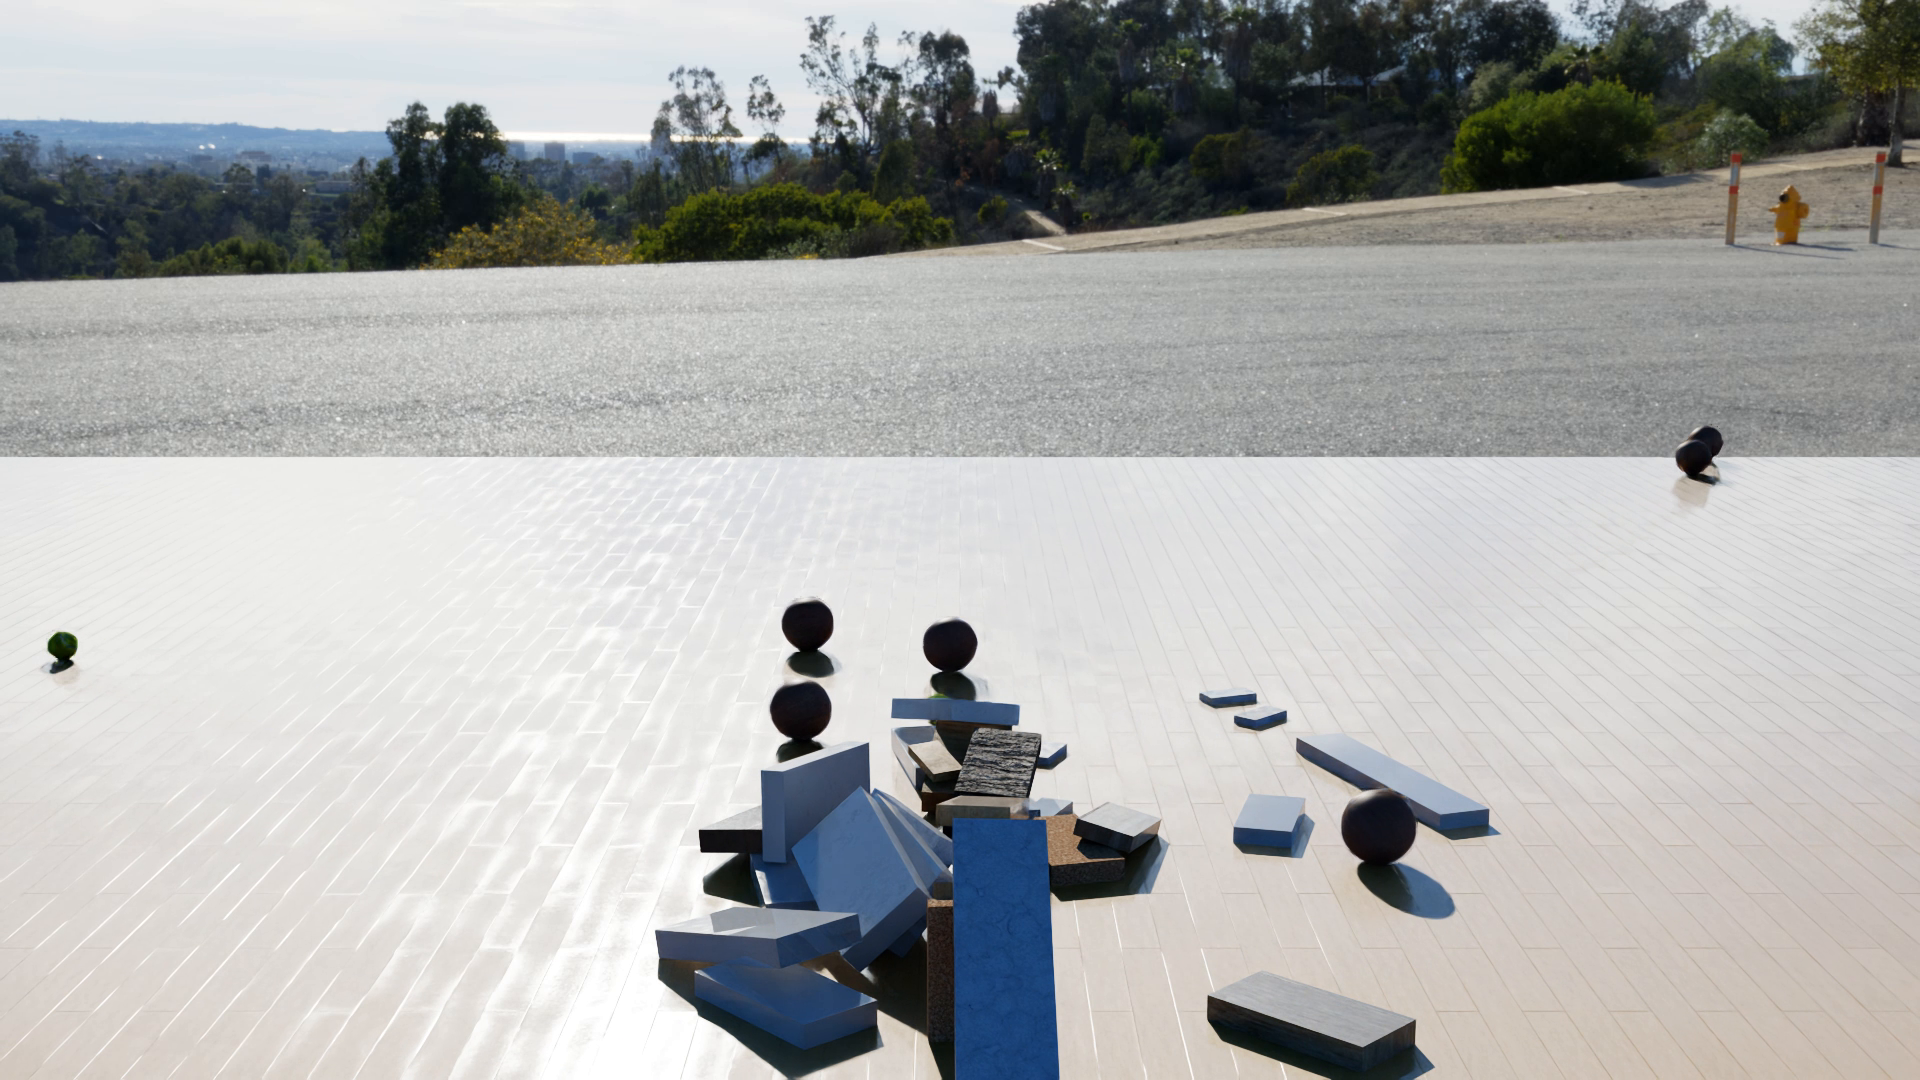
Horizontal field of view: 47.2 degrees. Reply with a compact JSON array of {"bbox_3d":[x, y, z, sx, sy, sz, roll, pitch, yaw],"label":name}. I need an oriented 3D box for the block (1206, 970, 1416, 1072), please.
[{"bbox_3d":[0.494,0.676,3.102,0.263,0.037,0.131,10,14,43],"label":"block"}]

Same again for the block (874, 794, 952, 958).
[{"bbox_3d":[-0.114,0.532,3.520,0.041,0.146,0.328,39,-1,-25],"label":"block"}]

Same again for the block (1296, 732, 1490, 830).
[{"bbox_3d":[0.830,0.463,4.272,0.104,0.030,0.550,-4,11,-19],"label":"block"}]

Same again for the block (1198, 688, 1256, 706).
[{"bbox_3d":[0.599,0.349,4.920,0.115,0.016,0.058,-4,11,-22],"label":"block"}]

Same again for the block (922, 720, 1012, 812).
[{"bbox_3d":[0.016,0.435,4.210,0.149,0.042,0.299,4,22,4],"label":"block"}]

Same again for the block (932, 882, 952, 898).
[{"bbox_3d":[0.012,0.514,3.171,0.101,0.029,0.202,-2,-13,-1],"label":"block"}]

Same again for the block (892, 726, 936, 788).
[{"bbox_3d":[-0.041,0.431,4.407,0.149,0.042,0.299,-2,11,-11],"label":"block"}]

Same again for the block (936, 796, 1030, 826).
[{"bbox_3d":[0.041,0.464,3.760,0.124,0.035,0.247,1,-3,9],"label":"block"}]

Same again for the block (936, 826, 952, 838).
[{"bbox_3d":[0.025,0.504,3.867,0.124,0.035,0.247,2,-3,-3],"label":"block"}]

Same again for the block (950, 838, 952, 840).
[{"bbox_3d":[0.045,0.525,3.691,0.124,0.035,0.247,0,-10,4],"label":"block"}]

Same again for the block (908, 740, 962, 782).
[{"bbox_3d":[-0.046,0.419,4.165,0.062,0.017,0.123,-7,24,-23],"label":"block"}]

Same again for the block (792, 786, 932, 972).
[{"bbox_3d":[-0.157,0.529,3.472,0.155,0.044,0.354,-42,26,1],"label":"block"}]

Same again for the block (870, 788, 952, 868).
[{"bbox_3d":[-0.107,0.521,3.640,0.041,0.146,0.292,30,-3,-25],"label":"block"}]

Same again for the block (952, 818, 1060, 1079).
[{"bbox_3d":[0.058,0.575,2.929,0.131,0.037,0.493,1,43,-2],"label":"block"}]

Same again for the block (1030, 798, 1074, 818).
[{"bbox_3d":[0.158,0.505,4.077,0.062,0.017,0.123,5,11,24],"label":"block"}]

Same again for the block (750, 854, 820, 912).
[{"bbox_3d":[-0.271,0.574,3.655,0.131,0.037,0.261,-2,11,-11],"label":"block"}]

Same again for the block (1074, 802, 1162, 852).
[{"bbox_3d":[0.280,0.507,3.894,0.104,0.030,0.209,16,7,17],"label":"block"}]

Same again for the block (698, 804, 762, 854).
[{"bbox_3d":[-0.325,0.504,3.898,0.146,0.041,0.292,-3,3,24],"label":"block"}]

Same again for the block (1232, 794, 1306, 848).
[{"bbox_3d":[0.566,0.511,4.014,0.104,0.030,0.209,3,11,15],"label":"block"}]

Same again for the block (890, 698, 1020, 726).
[{"bbox_3d":[-0.012,0.347,4.447,0.149,0.042,0.299,7,-6,-24],"label":"block"}]

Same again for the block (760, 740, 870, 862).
[{"bbox_3d":[-0.247,0.451,3.816,0.044,0.155,0.310,1,5,25],"label":"block"}]

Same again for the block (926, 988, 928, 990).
[{"bbox_3d":[0.007,0.593,3.143,0.101,0.202,0.029,-1,43,-4],"label":"block"}]

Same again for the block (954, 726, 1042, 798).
[{"bbox_3d":[0.073,0.431,4.120,0.131,0.037,0.261,5,22,7],"label":"block"}]

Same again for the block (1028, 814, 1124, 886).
[{"bbox_3d":[0.182,0.539,3.840,0.131,0.037,0.261,-3,11,-15],"label":"block"}]

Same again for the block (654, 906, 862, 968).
[{"bbox_3d":[-0.307,0.598,3.318,0.155,0.044,0.310,-9,1,-42],"label":"block"}]

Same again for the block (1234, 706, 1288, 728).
[{"bbox_3d":[0.649,0.381,4.750,0.058,0.016,0.115,10,14,43],"label":"block"}]

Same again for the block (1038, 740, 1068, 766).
[{"bbox_3d":[0.172,0.433,4.470,0.058,0.016,0.115,4,11,22],"label":"block"}]

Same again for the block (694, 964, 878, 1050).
[{"bbox_3d":[-0.254,0.662,3.180,0.131,0.037,0.263,-9,14,-41],"label":"block"}]

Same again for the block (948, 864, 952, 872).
[{"bbox_3d":[0.028,0.536,3.545,0.085,0.024,0.170,2,-5,-3],"label":"block"}]

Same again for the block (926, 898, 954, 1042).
[{"bbox_3d":[0.005,0.599,3.065,0.101,0.202,0.029,-1,13,-4],"label":"block"}]
